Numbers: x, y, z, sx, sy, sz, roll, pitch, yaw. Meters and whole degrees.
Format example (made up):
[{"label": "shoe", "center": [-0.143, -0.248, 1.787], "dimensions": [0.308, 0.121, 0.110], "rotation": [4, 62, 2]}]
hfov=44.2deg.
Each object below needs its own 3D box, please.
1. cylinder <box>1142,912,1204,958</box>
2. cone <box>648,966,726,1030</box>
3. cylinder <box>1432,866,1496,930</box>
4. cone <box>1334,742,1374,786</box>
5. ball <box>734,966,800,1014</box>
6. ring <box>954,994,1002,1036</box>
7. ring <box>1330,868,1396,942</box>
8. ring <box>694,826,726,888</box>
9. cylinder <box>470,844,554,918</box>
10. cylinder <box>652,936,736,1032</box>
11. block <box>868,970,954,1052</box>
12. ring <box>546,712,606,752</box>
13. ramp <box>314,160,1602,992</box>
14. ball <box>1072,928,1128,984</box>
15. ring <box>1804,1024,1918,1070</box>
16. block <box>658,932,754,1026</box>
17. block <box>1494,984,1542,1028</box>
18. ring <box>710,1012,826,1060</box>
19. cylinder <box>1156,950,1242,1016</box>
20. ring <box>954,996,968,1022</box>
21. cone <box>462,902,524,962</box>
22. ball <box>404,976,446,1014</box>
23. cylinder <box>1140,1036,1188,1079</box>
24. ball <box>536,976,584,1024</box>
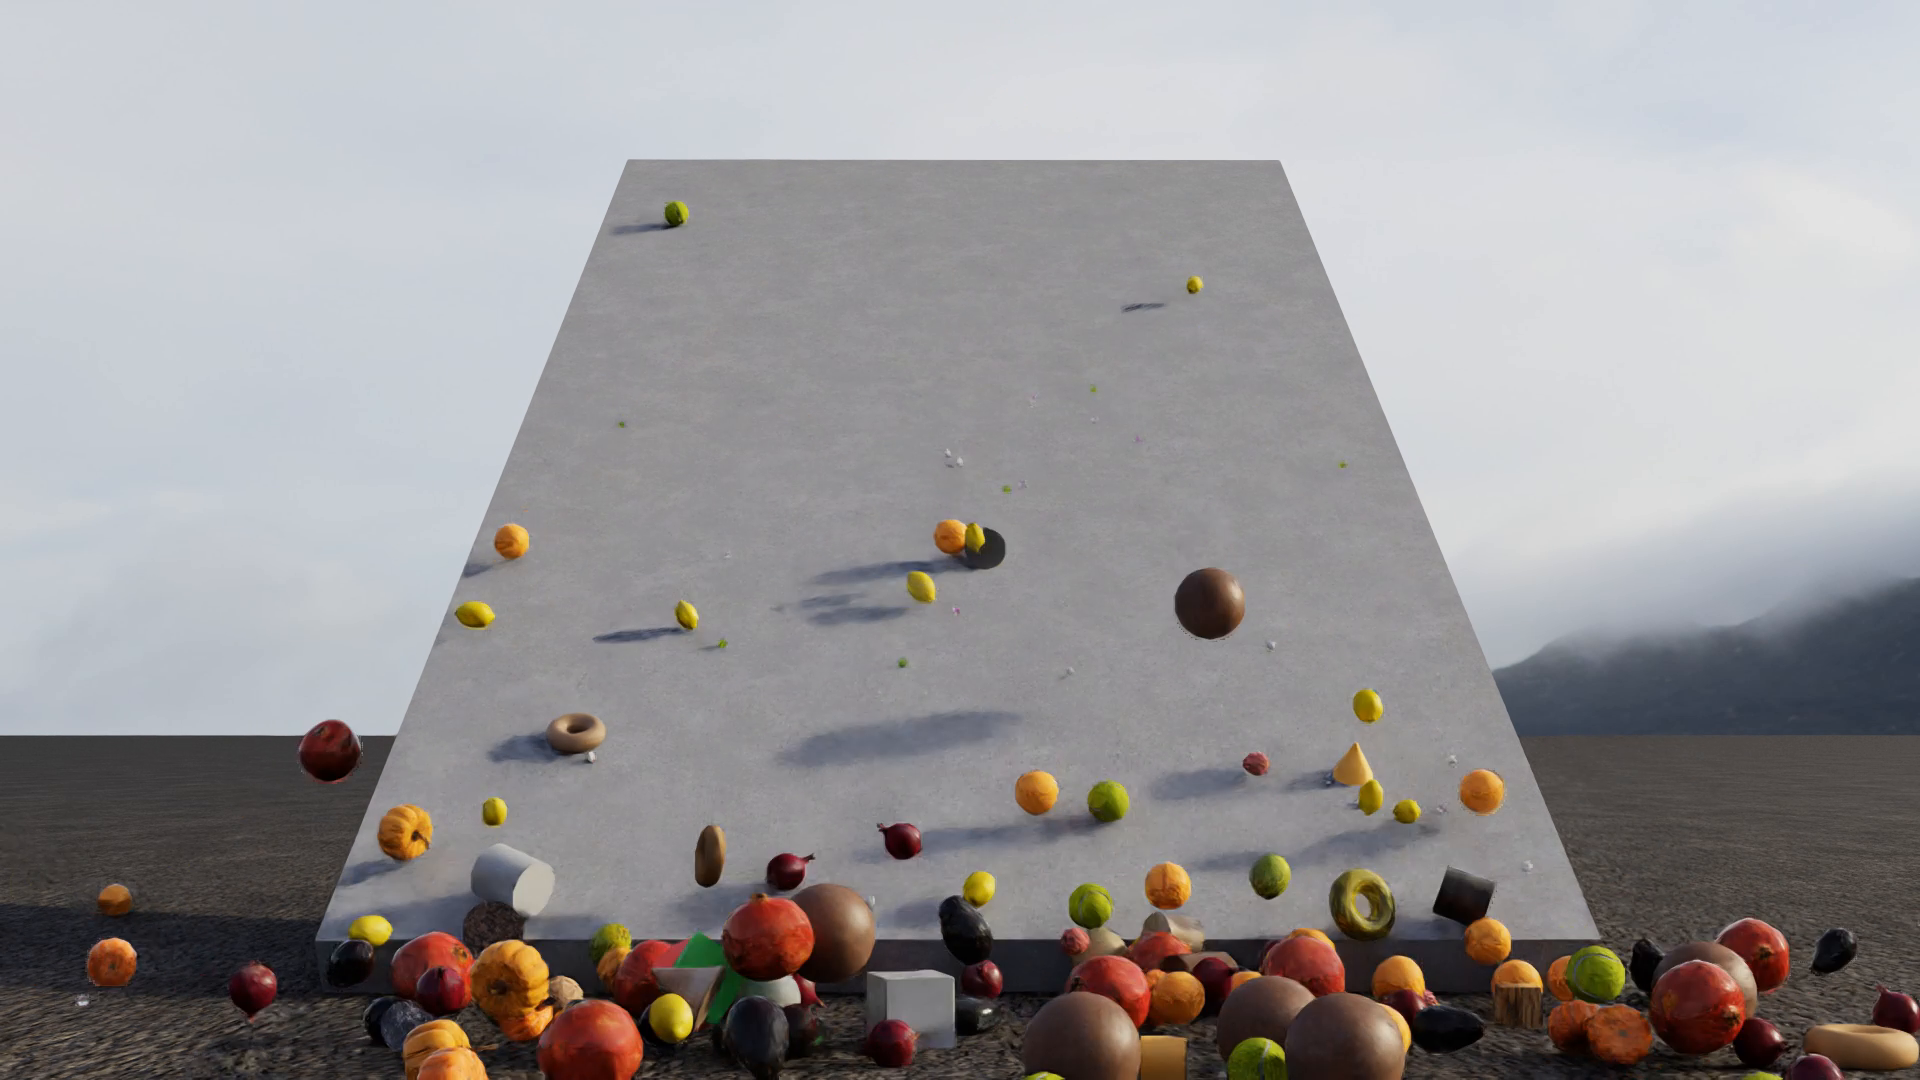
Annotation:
[{"label": "cylinder", "center": [0.325, 0.605, 3.609], "dimensions": [0.068, 0.068, 0.068], "rotation": [13, -11, -33]}, {"label": "cone", "center": [-0.351, 0.554, 2.955], "dimensions": [0.087, 0.087, 0.087], "rotation": [24, -2, 7]}, {"label": "cylinder", "center": [0.788, 0.560, 3.699], "dimensions": [0.077, 0.077, 0.077], "rotation": [19, 0, 13]}, {"label": "cone", "center": [0.683, 0.377, 4.090], "dimensions": [0.070, 0.070, 0.070], "rotation": [0, 27, 0]}, {"label": "ball", "center": [-0.263, 0.627, 3.227], "dimensions": [0.091, 0.091, 0.091], "rotation": [0, -5, 0]}, {"label": "ring", "center": [-0.015, 0.650, 3.237], "dimensions": [0.143, 0.048, 0.143], "rotation": [0, -6, 0]}, {"label": "ring", "center": [0.626, 0.568, 3.678], "dimensions": [0.117, 0.117, 0.039], "rotation": [2, -22, -28]}, {"label": "ring", "center": [-0.394, 0.497, 3.721], "dimensions": [0.033, 0.098, 0.098], "rotation": [10, -8, -18]}, {"label": "cylinder", "center": [-0.706, 0.538, 3.733], "dimensions": [0.092, 0.092, 0.092], "rotation": [17, 5, 32]}, {"label": "cylinder", "center": [-0.362, 0.610, 3.253], "dimensions": [0.093, 0.093, 0.093], "rotation": [-24, 18, 8]}, {"label": "block", "center": [-0.065, 0.616, 3.099], "dimensions": [0.092, 0.092, 0.092], "rotation": [1, -5, -17]}, {"label": "ring", "center": [-0.682, 0.341, 4.193], "dimensions": [0.106, 0.035, 0.106], "rotation": [1, 27, -1]}, {"label": "ramp", "center": [-0.010, -0.228, 5.485], "dimensions": [2.000, 0.100, 4.000], "rotation": [0, 27, 0]}, {"label": "ball", "center": [0.210, 0.625, 3.556], "dimensions": [0.084, 0.084, 0.084], "rotation": [0, -5, 0]}, {"label": "ring", "center": [1.110, 0.625, 2.914], "dimensions": [0.134, 0.045, 0.134], "rotation": [1, -4, 0]}, {"label": "block", "center": [-0.337, 0.581, 3.129], "dimensions": [0.087, 0.087, 0.087], "rotation": [34, -16, -3]}, {"label": "block", "center": [0.780, 0.651, 3.307], "dimensions": [0.055, 0.055, 0.055], "rotation": [0, -5, 1]}, {"label": "ring", "center": [-0.243, 0.630, 3.007], "dimensions": [0.147, 0.049, 0.147], "rotation": [-1, -6, 0]}, {"label": "cylinder", "center": [0.345, 0.641, 3.419], "dimensions": [0.088, 0.088, 0.088], "rotation": [1, -4, -31]}, {"label": "ring", "center": [-0.041, 0.666, 3.367], "dimensions": [0.104, 0.035, 0.104], "rotation": [1, -6, 0]}, {"label": "cone", "center": [-0.720, 0.600, 3.669], "dimensions": [0.092, 0.092, 0.092], "rotation": [0, 0, -6]}, {"label": "ball", "center": [-0.768, 0.657, 3.401], "dimensions": [0.059, 0.059, 0.059], "rotation": [0, -5, 0]}, {"label": "cylinder", "center": [0.237, 0.604, 2.753], "dimensions": [0.052, 0.052, 0.052], "rotation": [0, -4, 9]}, {"label": "ball", "center": [-0.562, 0.646, 3.318], "dimensions": [0.067, 0.067, 0.067], "rotation": [0, -5, 0]}]
